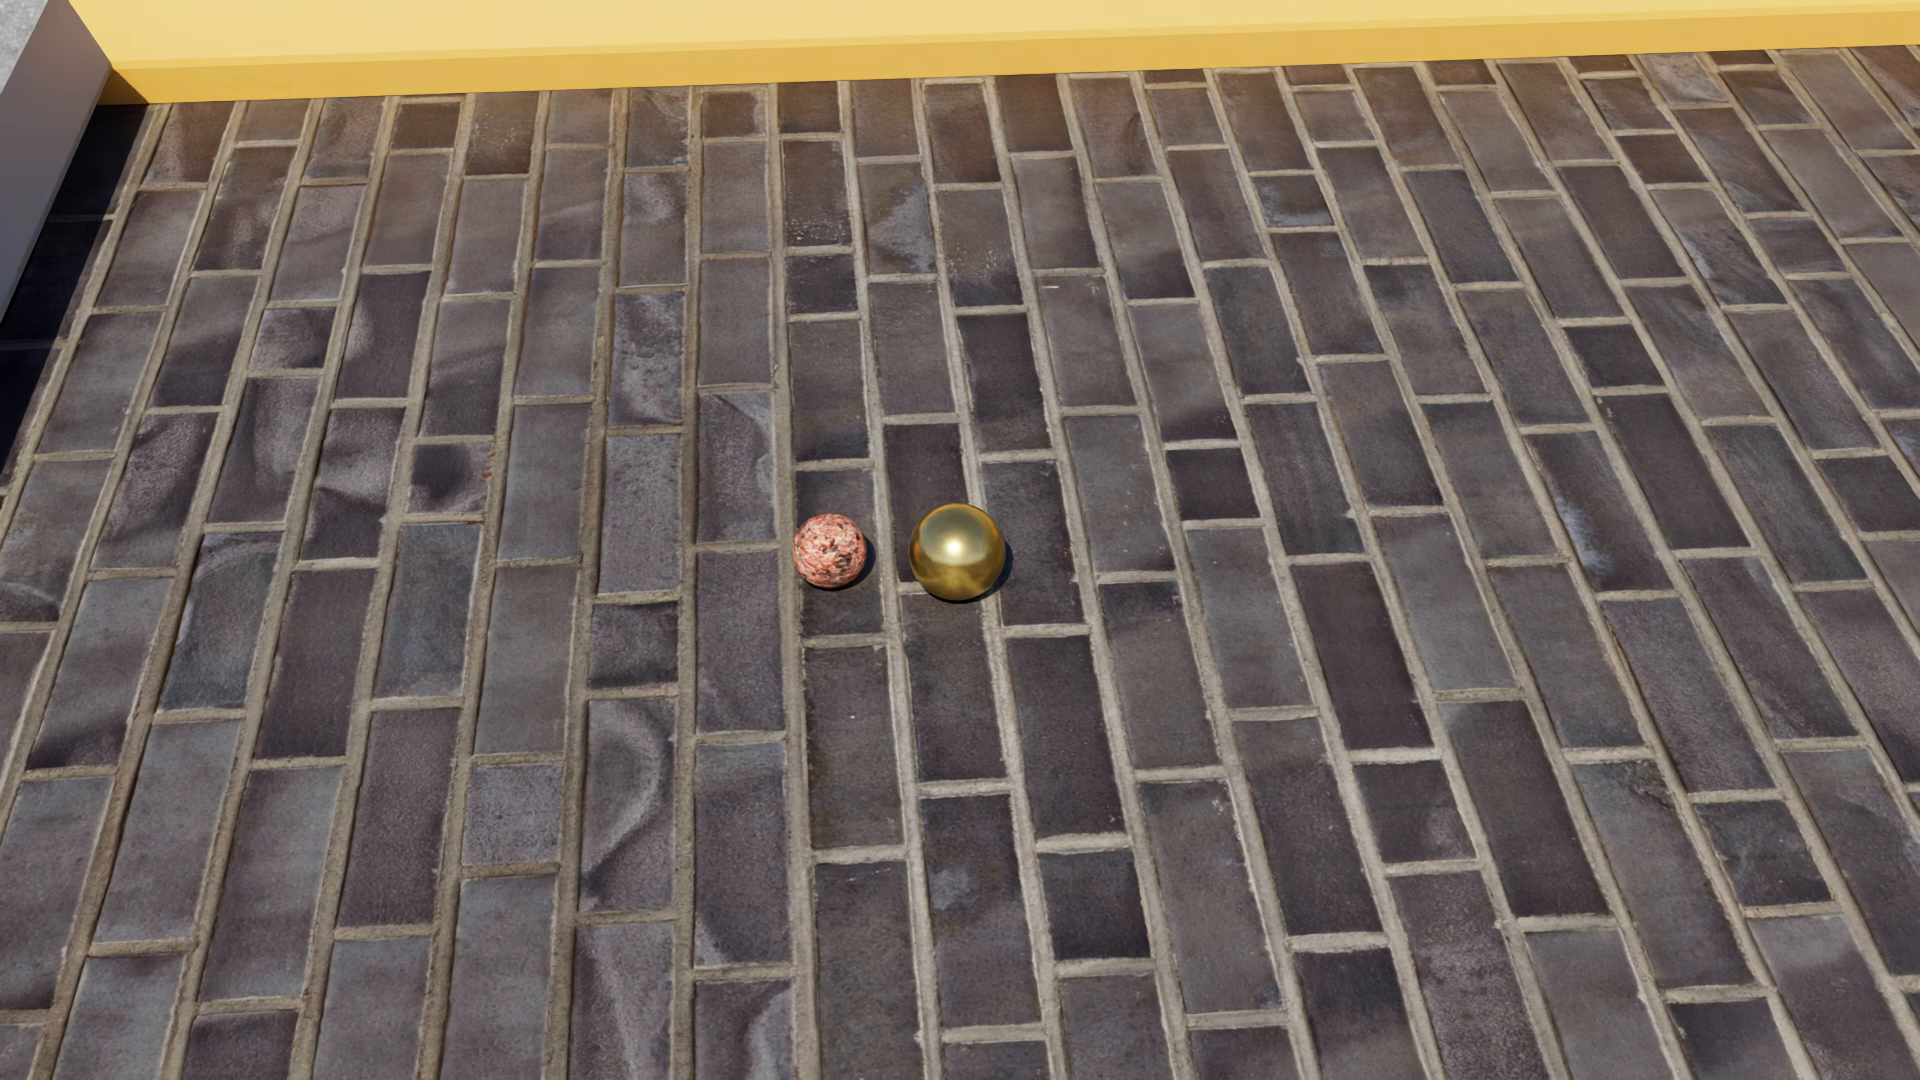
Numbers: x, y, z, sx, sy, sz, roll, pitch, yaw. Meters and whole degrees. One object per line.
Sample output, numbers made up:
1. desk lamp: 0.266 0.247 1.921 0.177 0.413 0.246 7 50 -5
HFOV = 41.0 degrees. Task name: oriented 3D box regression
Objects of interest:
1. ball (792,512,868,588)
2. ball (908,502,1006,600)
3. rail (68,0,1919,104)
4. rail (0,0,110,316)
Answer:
1. ball: -0.087 0.007 1.707 0.050 0.050 0.050 0 36 0
2. ball: -0.002 0.008 1.694 0.065 0.065 0.065 0 36 0
3. rail: 0.674 -0.489 2.335 2.927 0.115 0.045 -3 36 -4
4. rail: -0.706 0.007 1.650 0.045 0.115 1.526 -3 36 -4
